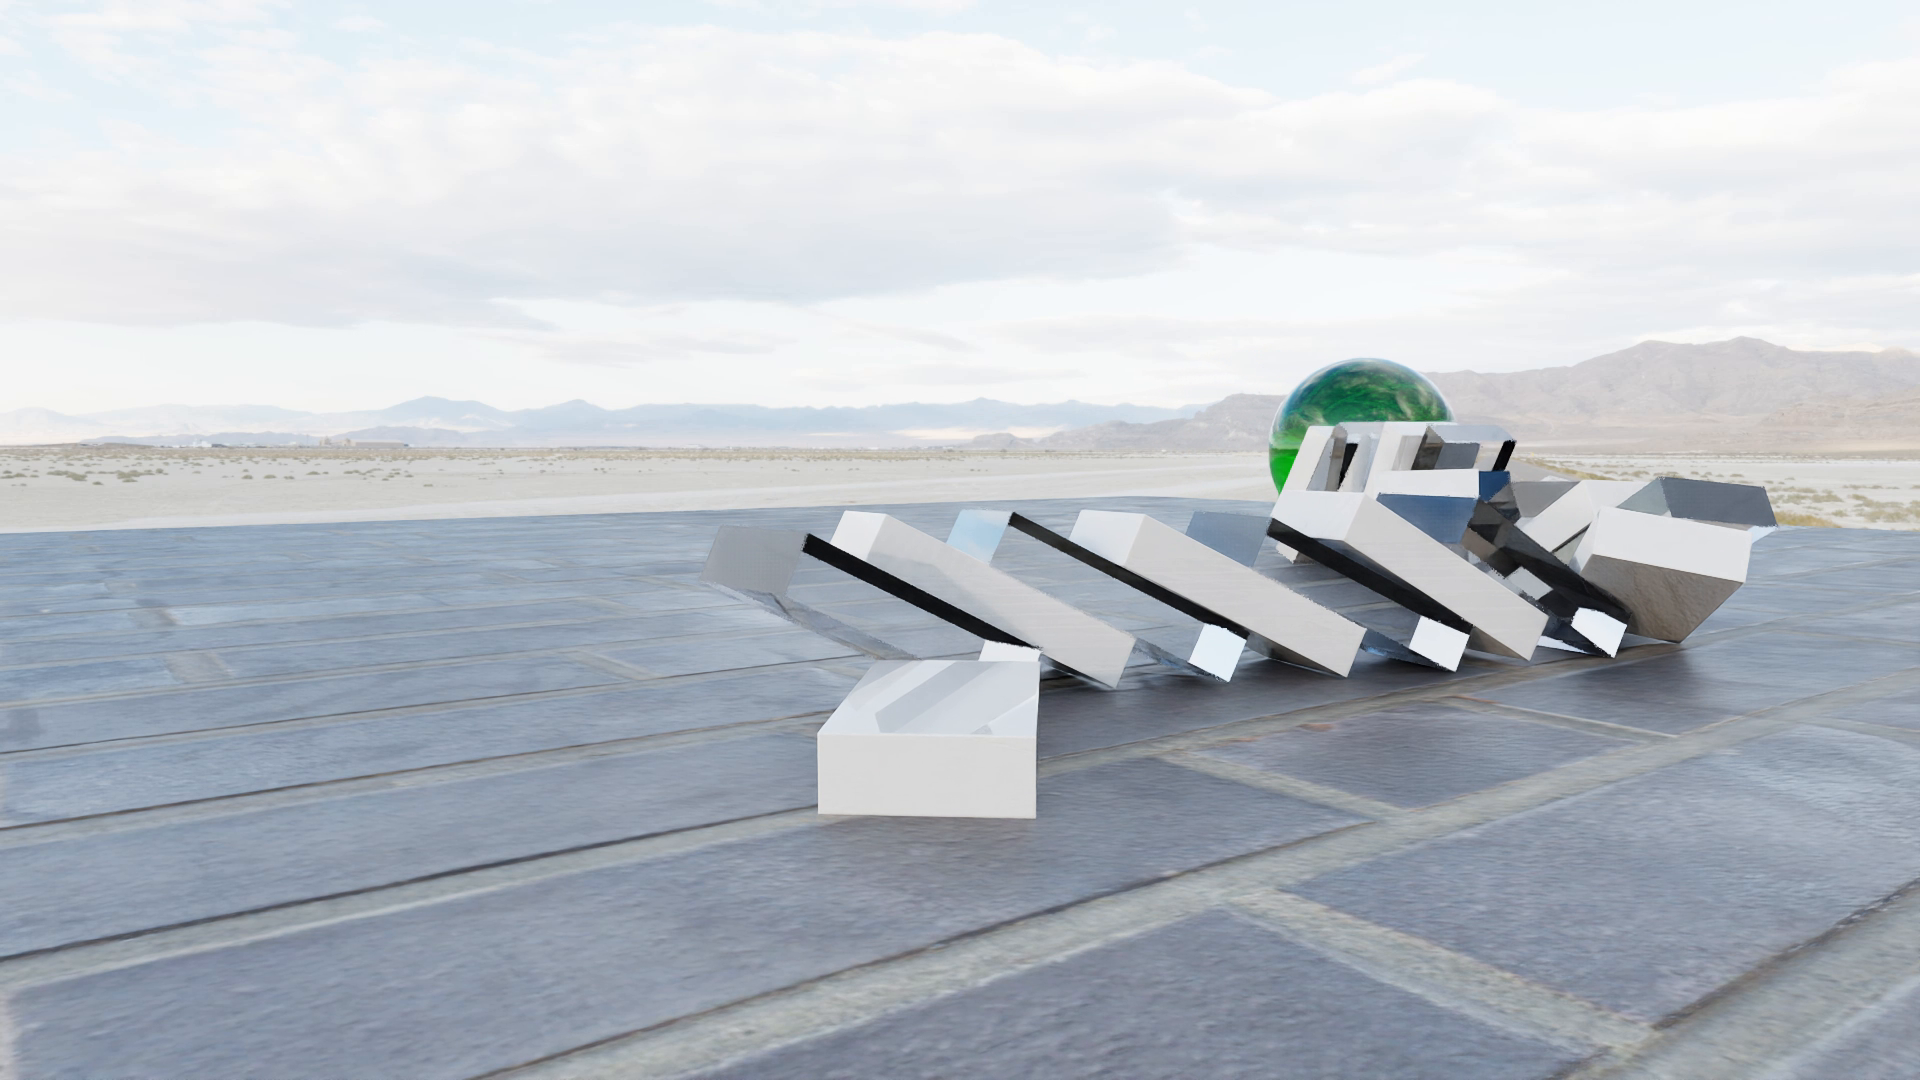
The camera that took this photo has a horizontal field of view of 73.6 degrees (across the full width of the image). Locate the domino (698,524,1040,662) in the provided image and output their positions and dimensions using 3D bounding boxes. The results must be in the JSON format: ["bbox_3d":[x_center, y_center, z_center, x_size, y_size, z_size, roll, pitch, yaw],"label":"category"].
[{"bbox_3d":[-0.014,0.012,0.205,0.050,0.009,0.025,29,-15,-37],"label":"domino"}]

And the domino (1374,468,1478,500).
[{"bbox_3d":[0.126,-0.001,0.345,0.025,0.009,0.050,-1,-29,22],"label":"domino"}]

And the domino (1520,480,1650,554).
[{"bbox_3d":[0.144,0.002,0.303,0.025,0.010,0.050,1,-27,-12],"label":"domino"}]

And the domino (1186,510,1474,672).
[{"bbox_3d":[0.069,0.009,0.243,0.050,0.009,0.025,25,-5,-21],"label":"domino"}]

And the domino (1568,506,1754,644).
[{"bbox_3d":[0.136,0.008,0.255,0.025,0.009,0.050,12,-13,20],"label":"domino"}]

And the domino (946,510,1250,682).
[{"bbox_3d":[0.024,0.010,0.230,0.050,0.010,0.025,26,-7,-19],"label":"domino"}]

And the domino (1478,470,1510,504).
[{"bbox_3d":[0.139,-0.002,0.360,0.025,0.009,0.050,2,-29,21],"label":"domino"}]

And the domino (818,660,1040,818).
[{"bbox_3d":[-0.002,0.025,0.171,0.025,0.009,0.050,0,4,4],"label":"domino"}]

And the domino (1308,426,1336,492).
[{"bbox_3d":[0.137,-0.016,0.461,0.025,0.050,0.009,-3,32,-34],"label":"domino"}]

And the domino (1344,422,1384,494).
[{"bbox_3d":[0.142,-0.014,0.427,0.025,0.050,0.010,0,29,-5],"label":"domino"}]

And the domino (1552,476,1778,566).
[{"bbox_3d":[0.149,0.003,0.283,0.025,0.010,0.050,5,-27,-11],"label":"domino"}]

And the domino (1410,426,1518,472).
[{"bbox_3d":[0.148,-0.011,0.394,0.025,0.050,0.010,-1,34,-16],"label":"domino"}]

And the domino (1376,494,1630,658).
[{"bbox_3d":[0.107,0.007,0.257,0.050,0.010,0.025,30,-10,-25],"label":"domino"}]

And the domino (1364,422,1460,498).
[{"bbox_3d":[0.141,-0.012,0.404,0.025,0.050,0.010,-1,30,-16],"label":"domino"}]

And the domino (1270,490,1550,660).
[{"bbox_3d":[0.086,0.007,0.249,0.050,0.009,0.025,30,-7,-20],"label":"domino"}]

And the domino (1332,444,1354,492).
[{"bbox_3d":[0.143,-0.016,0.452,0.025,0.050,0.010,-3,32,-34],"label":"domino"}]

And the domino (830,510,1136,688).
[{"bbox_3d":[0.003,0.010,0.224,0.050,0.009,0.025,26,-7,-19],"label":"domino"}]

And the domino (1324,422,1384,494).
[{"bbox_3d":[0.132,-0.013,0.416,0.025,0.050,0.010,0,29,-5],"label":"domino"}]

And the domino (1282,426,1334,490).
[{"bbox_3d":[0.130,-0.017,0.469,0.025,0.050,0.009,-3,32,-34],"label":"domino"}]

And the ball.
[{"bbox_3d":[0.175,-0.039,0.558,0.080,0.080,0.080,0,4,0],"label":"ball"}]

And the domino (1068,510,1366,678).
[{"bbox_3d":[0.046,0.010,0.236,0.050,0.010,0.025,26,-6,-19],"label":"domino"}]

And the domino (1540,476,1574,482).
[{"bbox_3d":[0.163,-0.002,0.375,0.025,0.009,0.050,10,-24,-20],"label":"domino"}]

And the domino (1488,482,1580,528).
[{"bbox_3d":[0.138,0.002,0.322,0.025,0.009,0.050,-1,-26,-9],"label":"domino"}]
